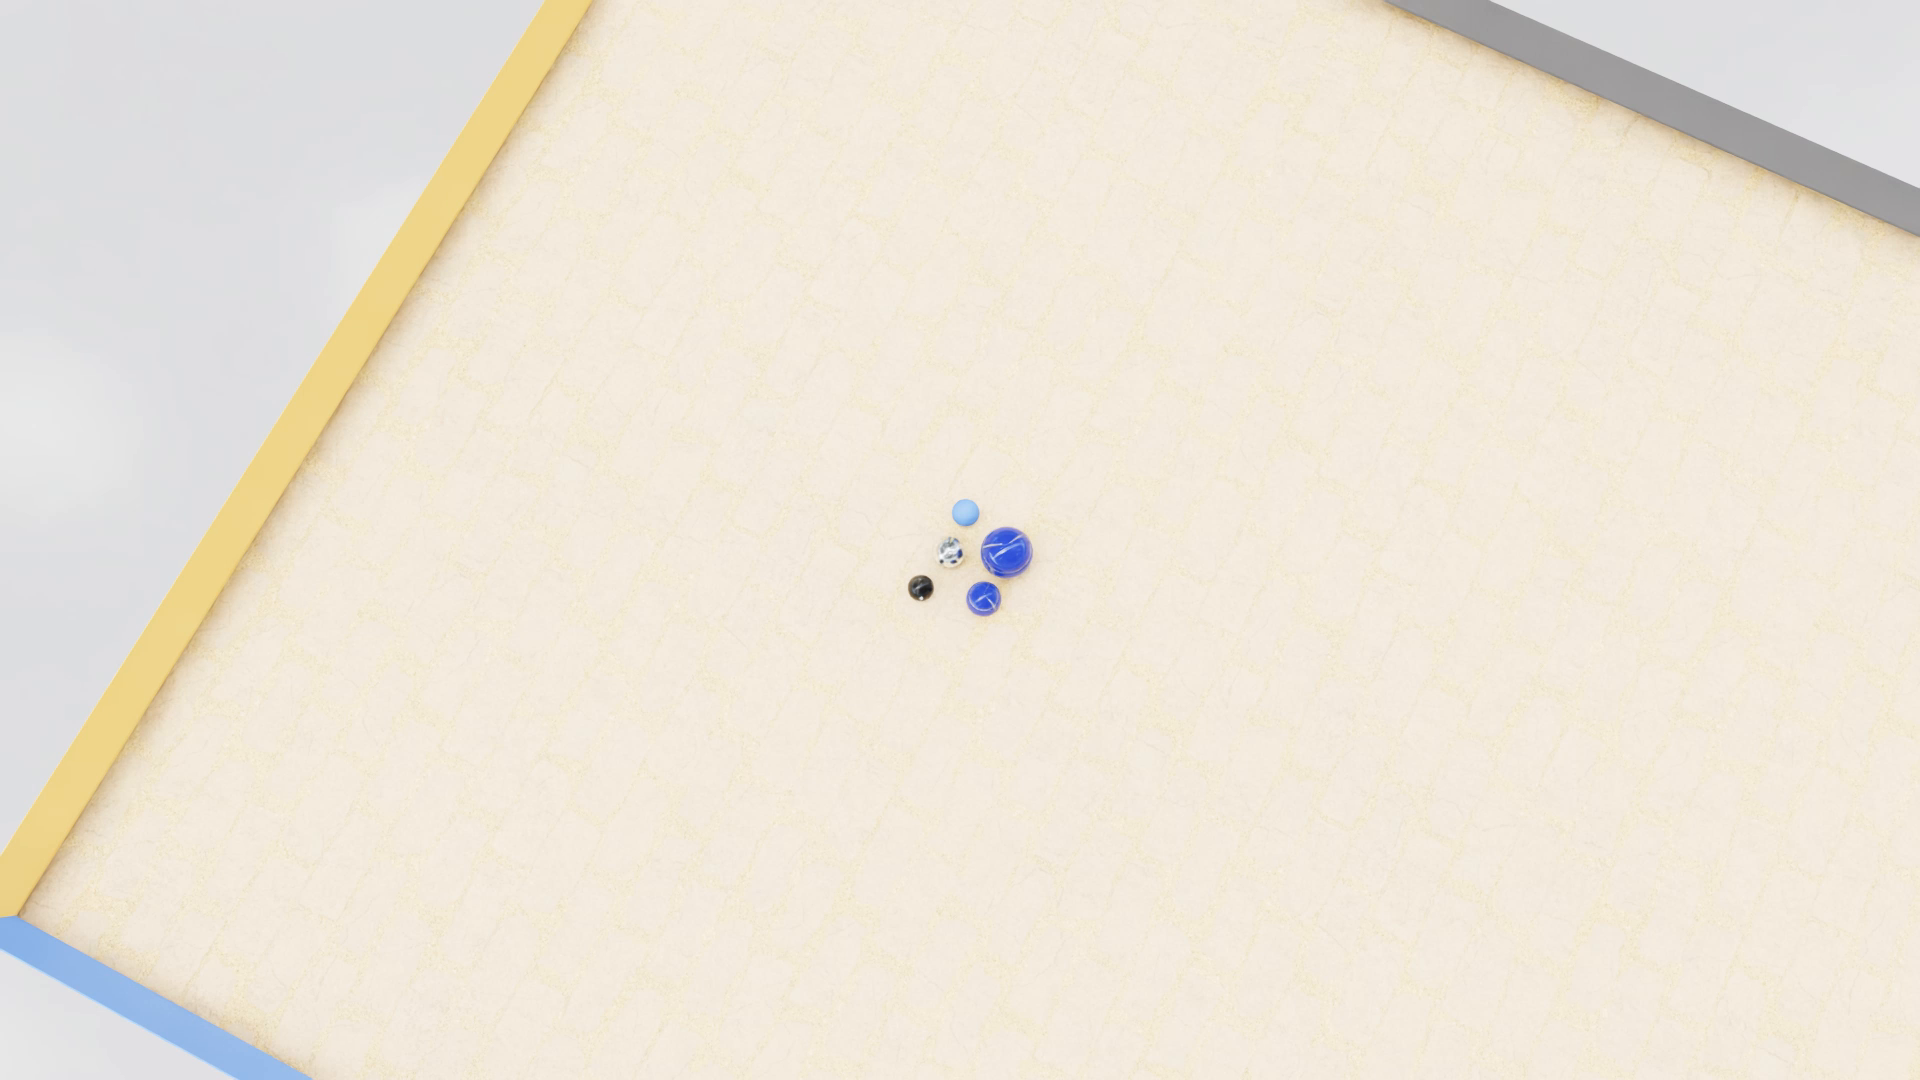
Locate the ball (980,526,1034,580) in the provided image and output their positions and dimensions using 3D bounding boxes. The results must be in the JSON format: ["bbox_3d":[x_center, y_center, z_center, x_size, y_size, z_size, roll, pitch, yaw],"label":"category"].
[{"bbox_3d":[0.072,0.019,3.365,0.082,0.082,0.082,0,73,0],"label":"ball"}]

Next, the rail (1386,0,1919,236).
[{"bbox_3d":[1.423,-0.560,3.526,4.021,0.106,0.045,26,75,8],"label":"rail"}]

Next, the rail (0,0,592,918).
[{"bbox_3d":[-0.874,-0.435,3.488,0.045,0.106,2.368,26,75,8],"label":"rail"}]

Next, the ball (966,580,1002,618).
[{"bbox_3d":[0.036,0.090,3.358,0.055,0.055,0.055,0,73,0],"label":"ball"}]

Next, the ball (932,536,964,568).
[{"bbox_3d":[-0.017,0.019,3.382,0.049,0.049,0.049,0,73,0],"label":"ball"}]

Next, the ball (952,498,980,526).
[{"bbox_3d":[0.009,-0.042,3.404,0.043,0.043,0.043,0,73,0],"label":"ball"}]

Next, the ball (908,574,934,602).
[{"bbox_3d":[-0.060,0.073,3.370,0.041,0.041,0.041,0,73,0],"label":"ball"}]

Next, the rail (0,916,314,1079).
[{"bbox_3d":[0.368,1.420,2.930,4.021,0.106,0.045,26,75,8],"label":"rail"}]
